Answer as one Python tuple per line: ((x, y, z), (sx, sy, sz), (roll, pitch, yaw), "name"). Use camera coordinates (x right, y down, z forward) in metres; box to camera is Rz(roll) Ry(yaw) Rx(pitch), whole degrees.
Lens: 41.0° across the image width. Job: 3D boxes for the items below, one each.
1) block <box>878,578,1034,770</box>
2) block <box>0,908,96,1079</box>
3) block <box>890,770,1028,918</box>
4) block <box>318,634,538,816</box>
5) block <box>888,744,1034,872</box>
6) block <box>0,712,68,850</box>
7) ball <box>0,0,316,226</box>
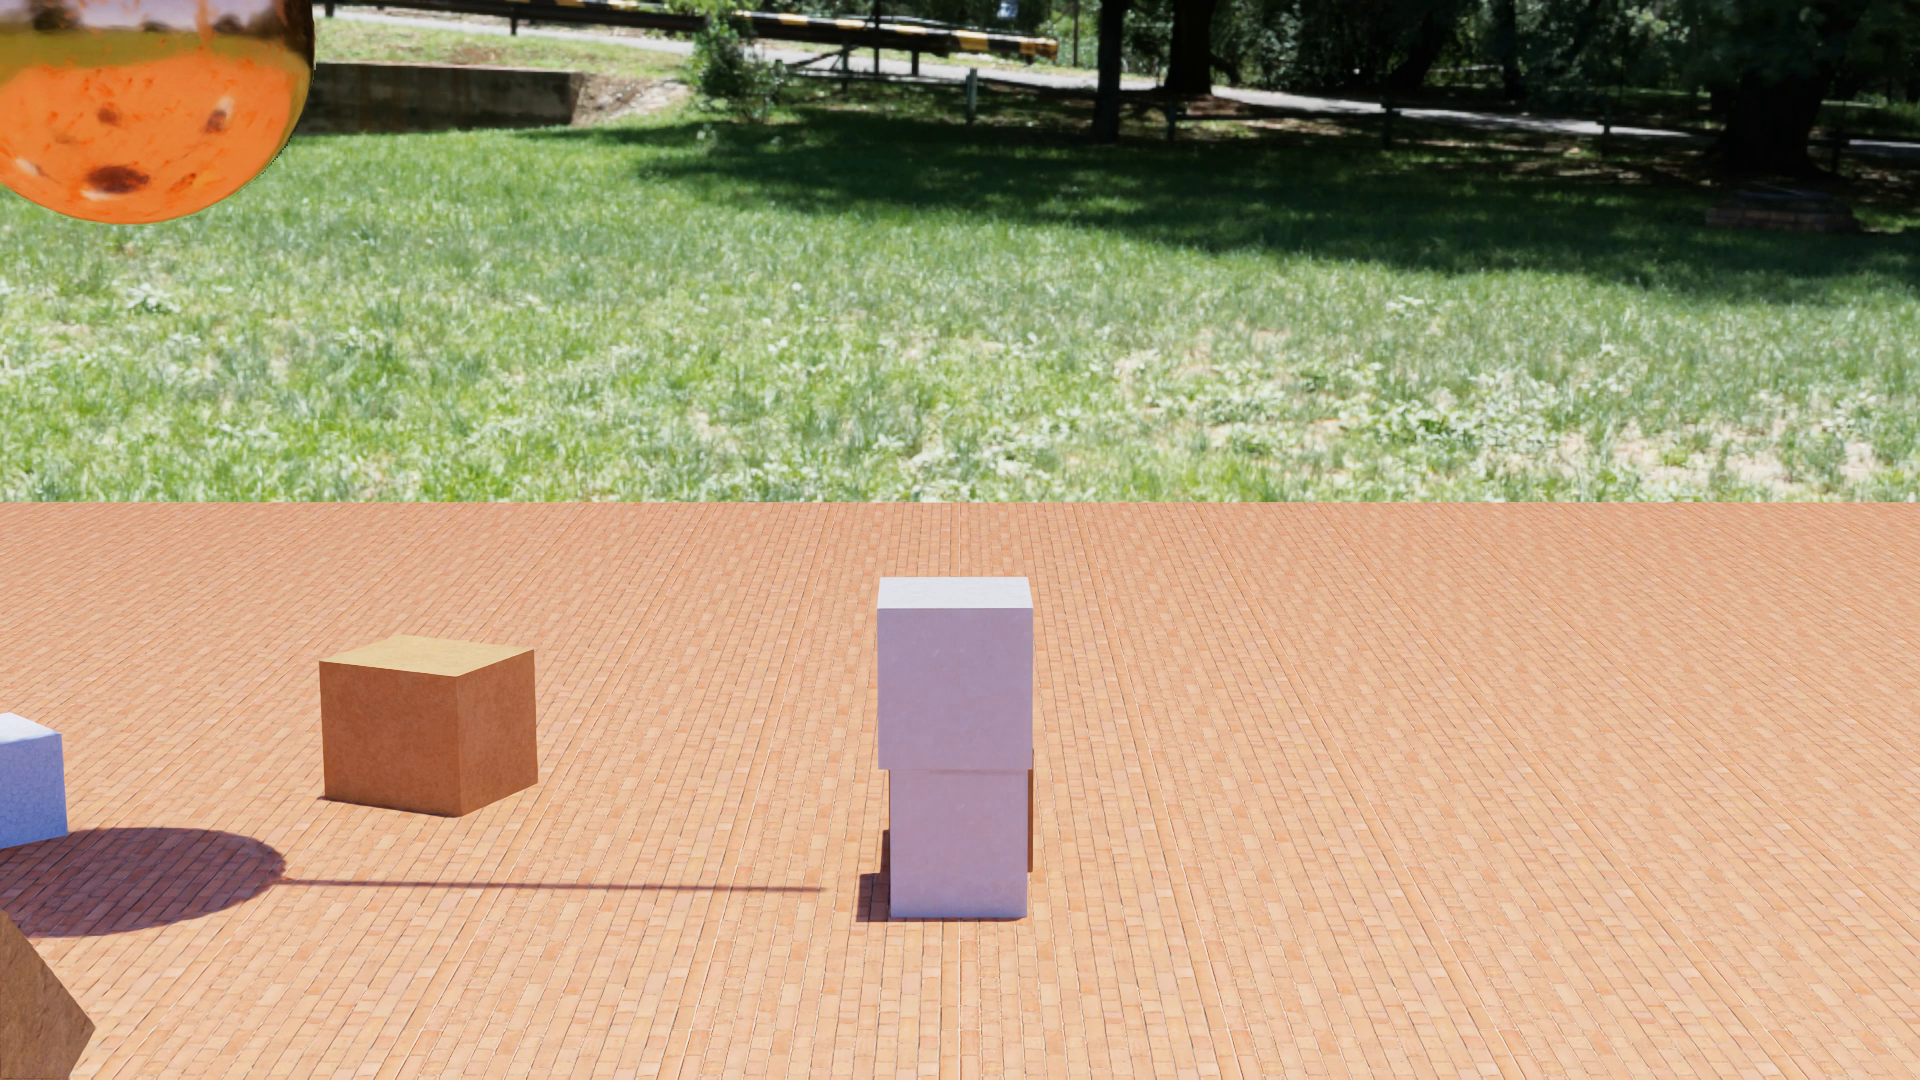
((-0.023, 0.559, 10.942), (0.644, 0.686, 0.658), (0, 10, -1), "block")
((-3.224, 1.638, 8.086), (0.591, 0.524, 0.627), (-22, 25, 15), "block")
((-0.004, 1.218, 11.052), (0.575, 0.650, 0.601), (0, 10, 0), "block")
((-2.617, 0.903, 12.671), (0.806, 0.690, 0.655), (5, 11, 24), "block")
((0.002, 1.140, 11.705), (0.641, 0.570, 0.674), (0, 10, -1), "block")
((-4.554, 1.135, 11.961), (0.535, 0.488, 0.559), (-10, 14, -43), "block")
((-3.534, -2.130, 10.793), (1.600, 1.600, 1.600), (0, 10, 0), "ball")
